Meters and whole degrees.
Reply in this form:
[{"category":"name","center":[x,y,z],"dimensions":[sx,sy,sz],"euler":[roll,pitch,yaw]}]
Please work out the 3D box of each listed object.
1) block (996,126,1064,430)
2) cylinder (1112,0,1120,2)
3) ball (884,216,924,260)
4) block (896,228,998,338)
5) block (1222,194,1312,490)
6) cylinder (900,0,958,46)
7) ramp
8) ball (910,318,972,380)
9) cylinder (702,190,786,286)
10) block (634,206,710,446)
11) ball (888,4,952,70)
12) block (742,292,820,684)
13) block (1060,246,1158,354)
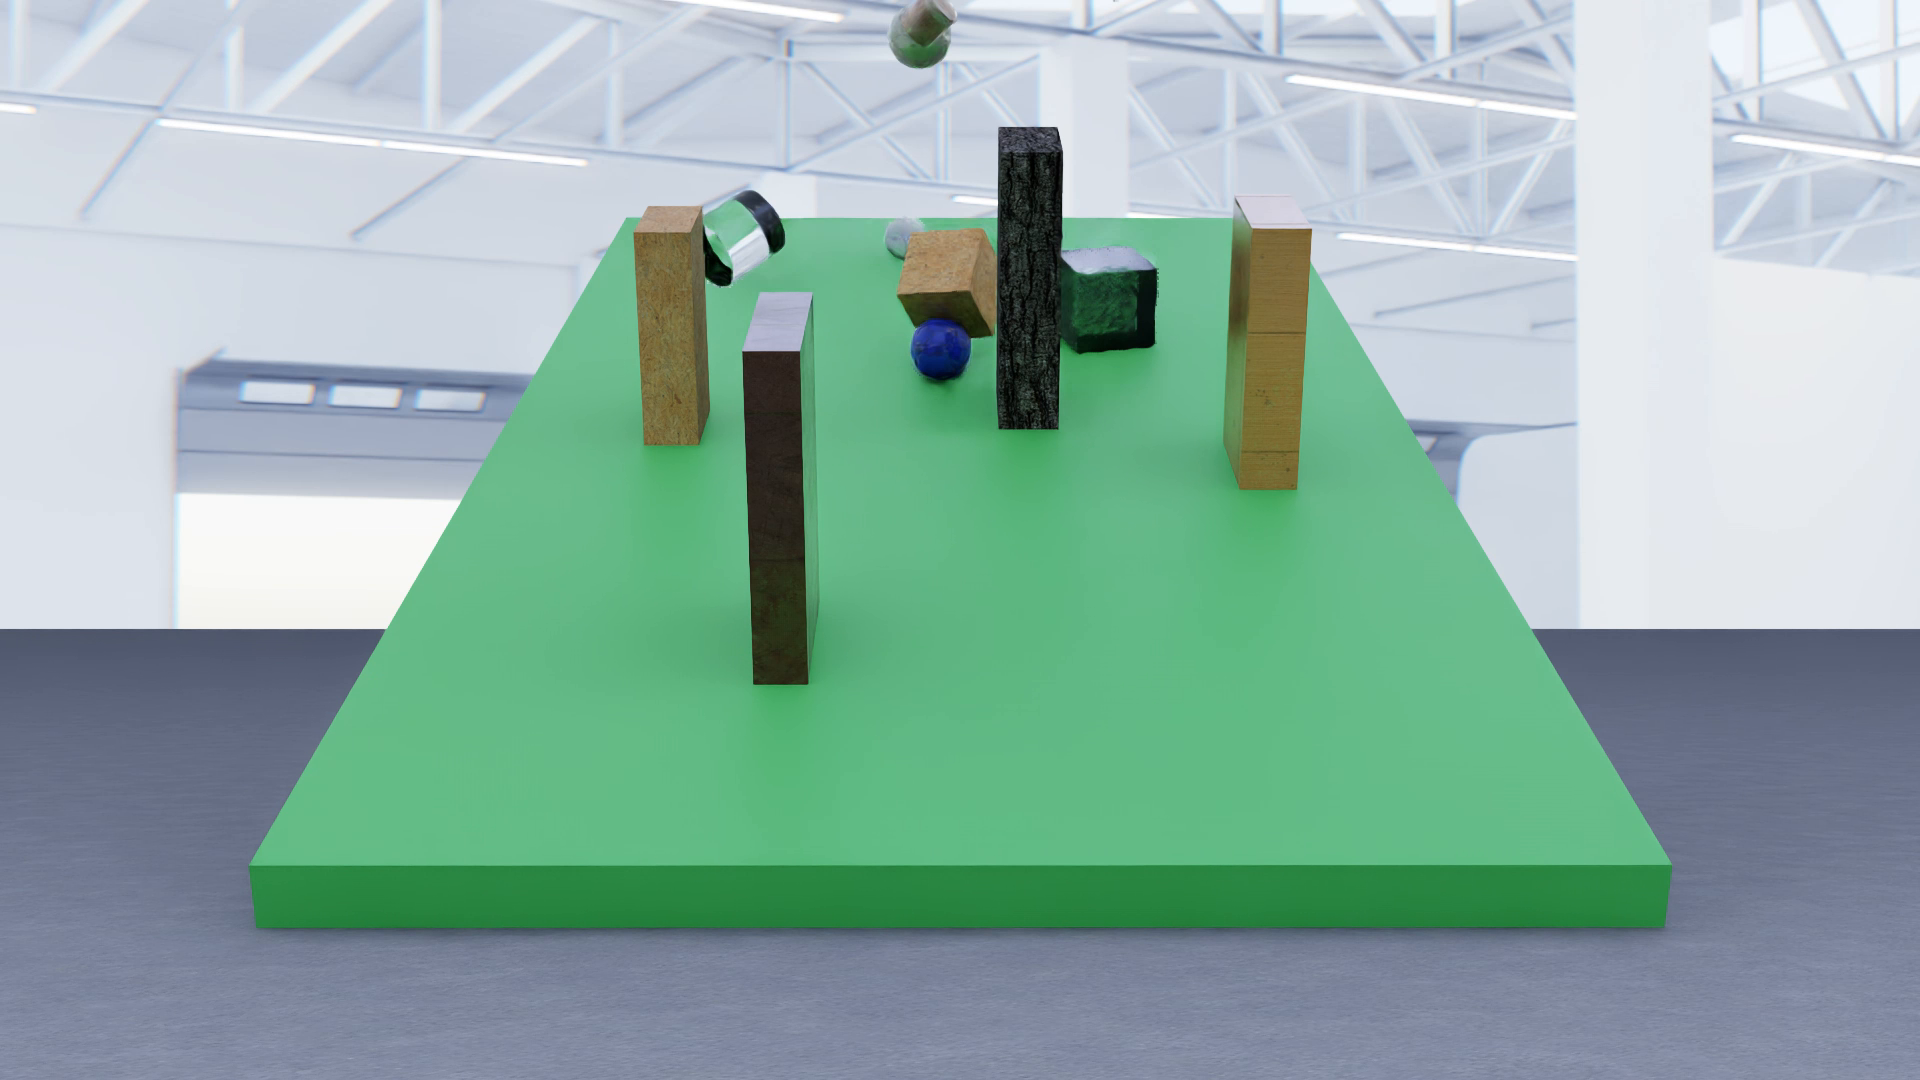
[{"category":"block","center":[0.151,-0.581,5.048],"dimensions":[0.132,0.614,0.285],"euler":[0,21,0]},{"category":"cylinder","center":[0.381,-1.550,6.137],"dimensions":[0.155,0.155,0.155],"euler":[28,5,14]},{"category":"ball","center":[-0.155,-0.851,6.434],"dimensions":[0.119,0.119,0.119],"euler":[0,-2,0]},{"category":"block","center":[-0.018,-0.605,5.408],"dimensions":[0.182,0.182,0.182],"euler":[-1,-31,22]},{"category":"block","center":[0.630,-0.412,4.708],"dimensions":[0.118,0.543,0.308],"euler":[0,21,0]},{"category":"cylinder","center":[-0.088,-1.495,6.532],"dimensions":[0.117,0.117,0.117],"euler":[-35,-20,26]},{"category":"ramp","center":[-0.006,-0.215,5.090],"dimensions":[2.000,0.100,4.000],"euler":[0,21,0]},{"category":"ball","center":[-0.045,-0.449,5.355],"dimensions":[0.147,0.147,0.147],"euler":[0,-2,0]},{"category":"cylinder","center":[-0.598,-0.802,6.062],"dimensions":[0.190,0.190,0.190],"euler":[-38,20,-31]},{"category":"block","center":[-0.622,-0.467,4.951],"dimensions":[0.118,0.468,0.248],"euler":[0,21,0]},{"category":"ball","center":[-0.121,-1.510,6.847],"dimensions":[0.194,0.194,0.194],"euler":[0,-2,0]},{"category":"block","center":[-0.296,-0.092,3.834],"dimensions":[0.090,0.572,0.356],"euler":[0,21,0]},{"category":"block","center":[0.355,-0.597,5.647],"dimensions":[0.201,0.201,0.201],"euler":[-6,25,-15]}]
